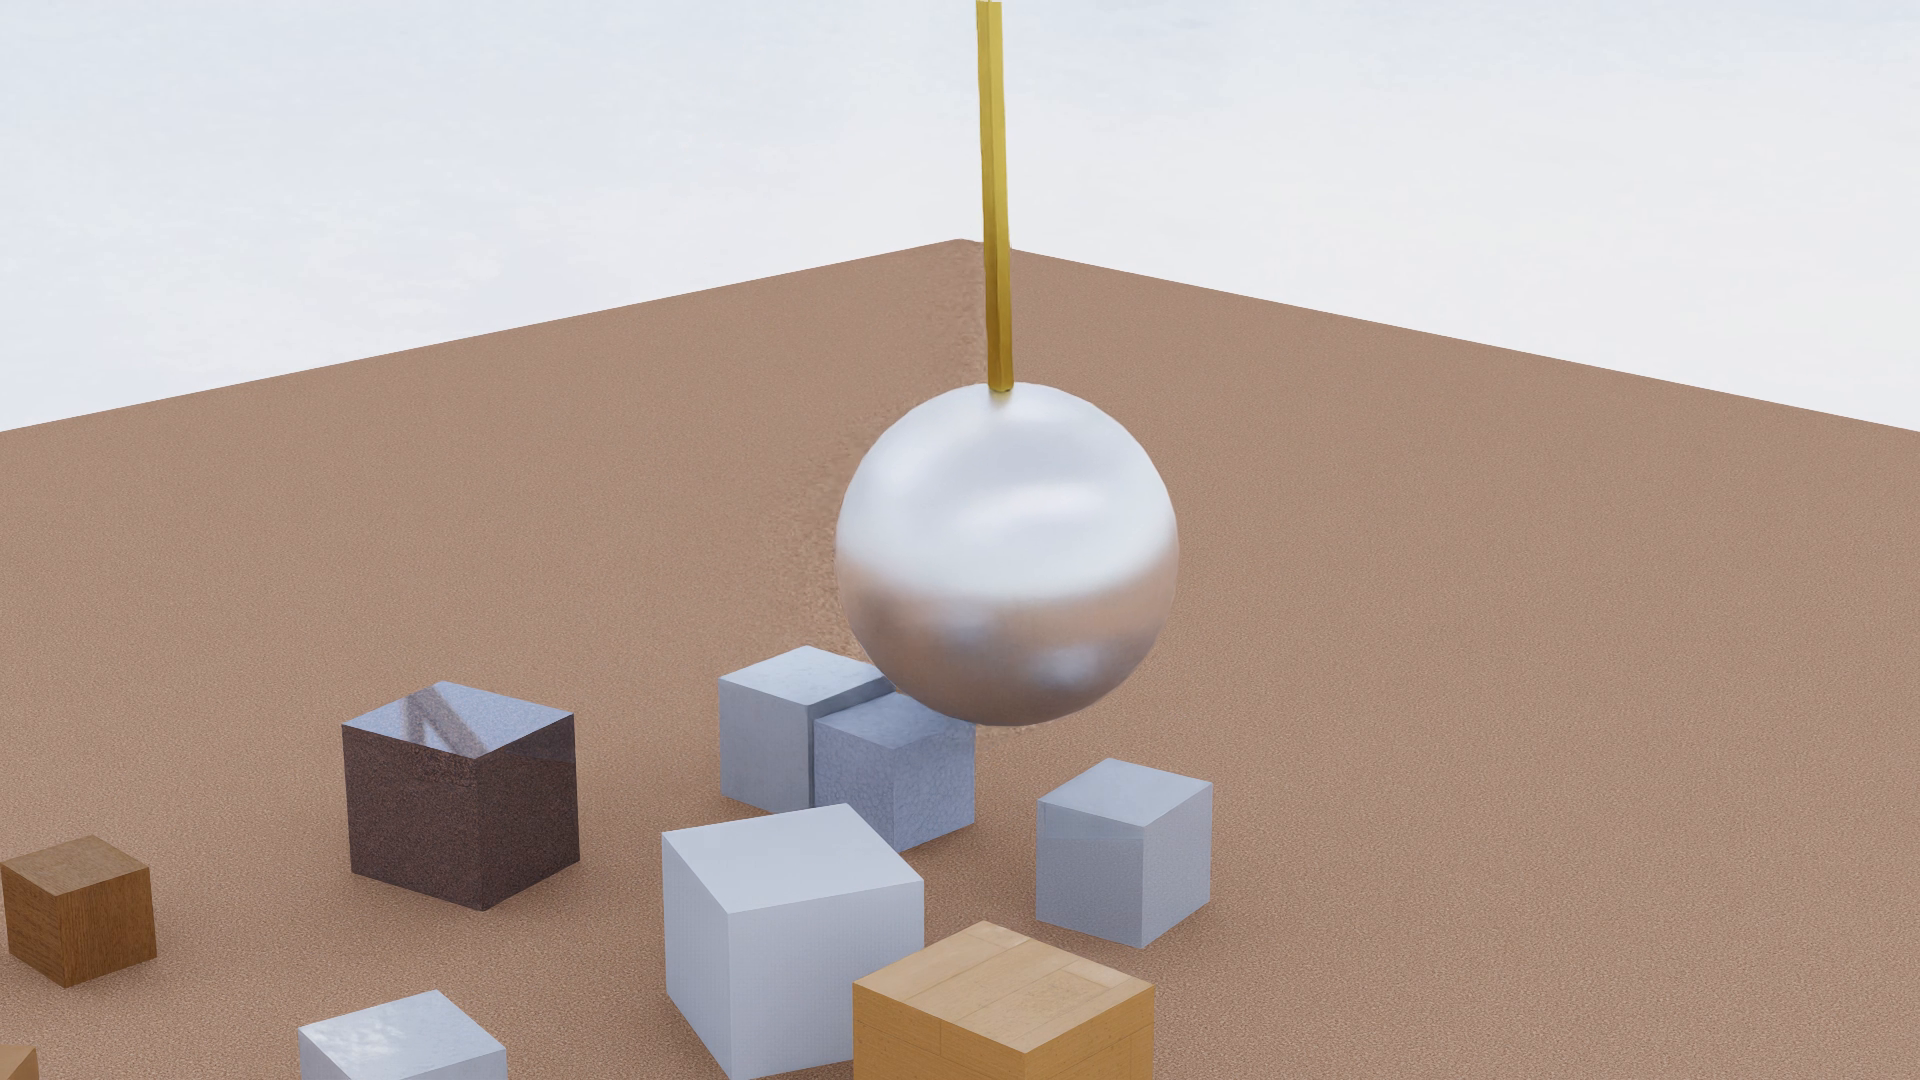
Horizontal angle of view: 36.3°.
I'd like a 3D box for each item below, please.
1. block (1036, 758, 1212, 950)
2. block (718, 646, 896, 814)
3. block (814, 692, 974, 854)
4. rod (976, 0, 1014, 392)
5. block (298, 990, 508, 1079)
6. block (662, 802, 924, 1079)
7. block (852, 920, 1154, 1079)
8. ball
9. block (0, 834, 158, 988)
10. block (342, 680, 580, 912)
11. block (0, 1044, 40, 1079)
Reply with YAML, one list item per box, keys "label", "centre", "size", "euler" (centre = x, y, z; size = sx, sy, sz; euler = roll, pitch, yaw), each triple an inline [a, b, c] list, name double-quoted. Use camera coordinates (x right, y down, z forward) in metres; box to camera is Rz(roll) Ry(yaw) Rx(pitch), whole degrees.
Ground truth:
- label: "block"
  centre: [0.729, 1.380, 13.002]
  size: [0.542, 0.571, 0.604]
  euler: [11, 21, 32]
- label: "block"
  centre: [-0.744, 0.944, 14.323]
  size: [0.593, 0.610, 0.621]
  euler: [14, 22, 38]
- label: "block"
  centre: [-0.312, 1.103, 13.959]
  size: [0.540, 0.526, 0.539]
  euler: [16, 24, 42]
- label: "rod"
  centre: [0.094, -3.139, 12.453]
  size: [0.080, 5.200, 0.080]
  euler: [17, 27, 42]
- label: "block"
  centre: [-2.030, 2.086, 10.736]
  size: [0.554, 0.582, 0.583]
  euler: [-12, 21, -33]
- label: "block"
  centre: [-0.687, 1.624, 11.966]
  size: [0.817, 0.727, 0.863]
  euler: [-7, 19, -22]
- label: "block"
  centre: [0.161, 1.966, 10.947]
  size: [0.845, 0.684, 0.732]
  euler: [15, 23, 40]
- label: "ball"
  centre: [0.216, 0.064, 13.588]
  size: [1.600, 1.600, 1.600]
  euler: [0, 17, 0]
- label: "block"
  centre: [-3.783, 1.588, 12.586]
  size: [0.435, 0.423, 0.488]
  euler: [-16, 24, -42]
- label: "block"
  centre: [-2.281, 1.160, 13.436]
  size: [0.796, 0.731, 0.674]
  euler: [11, 20, 31]
- label: "block"
  centre: [-3.576, 2.225, 9.952]
  size: [0.683, 0.786, 0.733]
  euler: [2, 18, 6]
